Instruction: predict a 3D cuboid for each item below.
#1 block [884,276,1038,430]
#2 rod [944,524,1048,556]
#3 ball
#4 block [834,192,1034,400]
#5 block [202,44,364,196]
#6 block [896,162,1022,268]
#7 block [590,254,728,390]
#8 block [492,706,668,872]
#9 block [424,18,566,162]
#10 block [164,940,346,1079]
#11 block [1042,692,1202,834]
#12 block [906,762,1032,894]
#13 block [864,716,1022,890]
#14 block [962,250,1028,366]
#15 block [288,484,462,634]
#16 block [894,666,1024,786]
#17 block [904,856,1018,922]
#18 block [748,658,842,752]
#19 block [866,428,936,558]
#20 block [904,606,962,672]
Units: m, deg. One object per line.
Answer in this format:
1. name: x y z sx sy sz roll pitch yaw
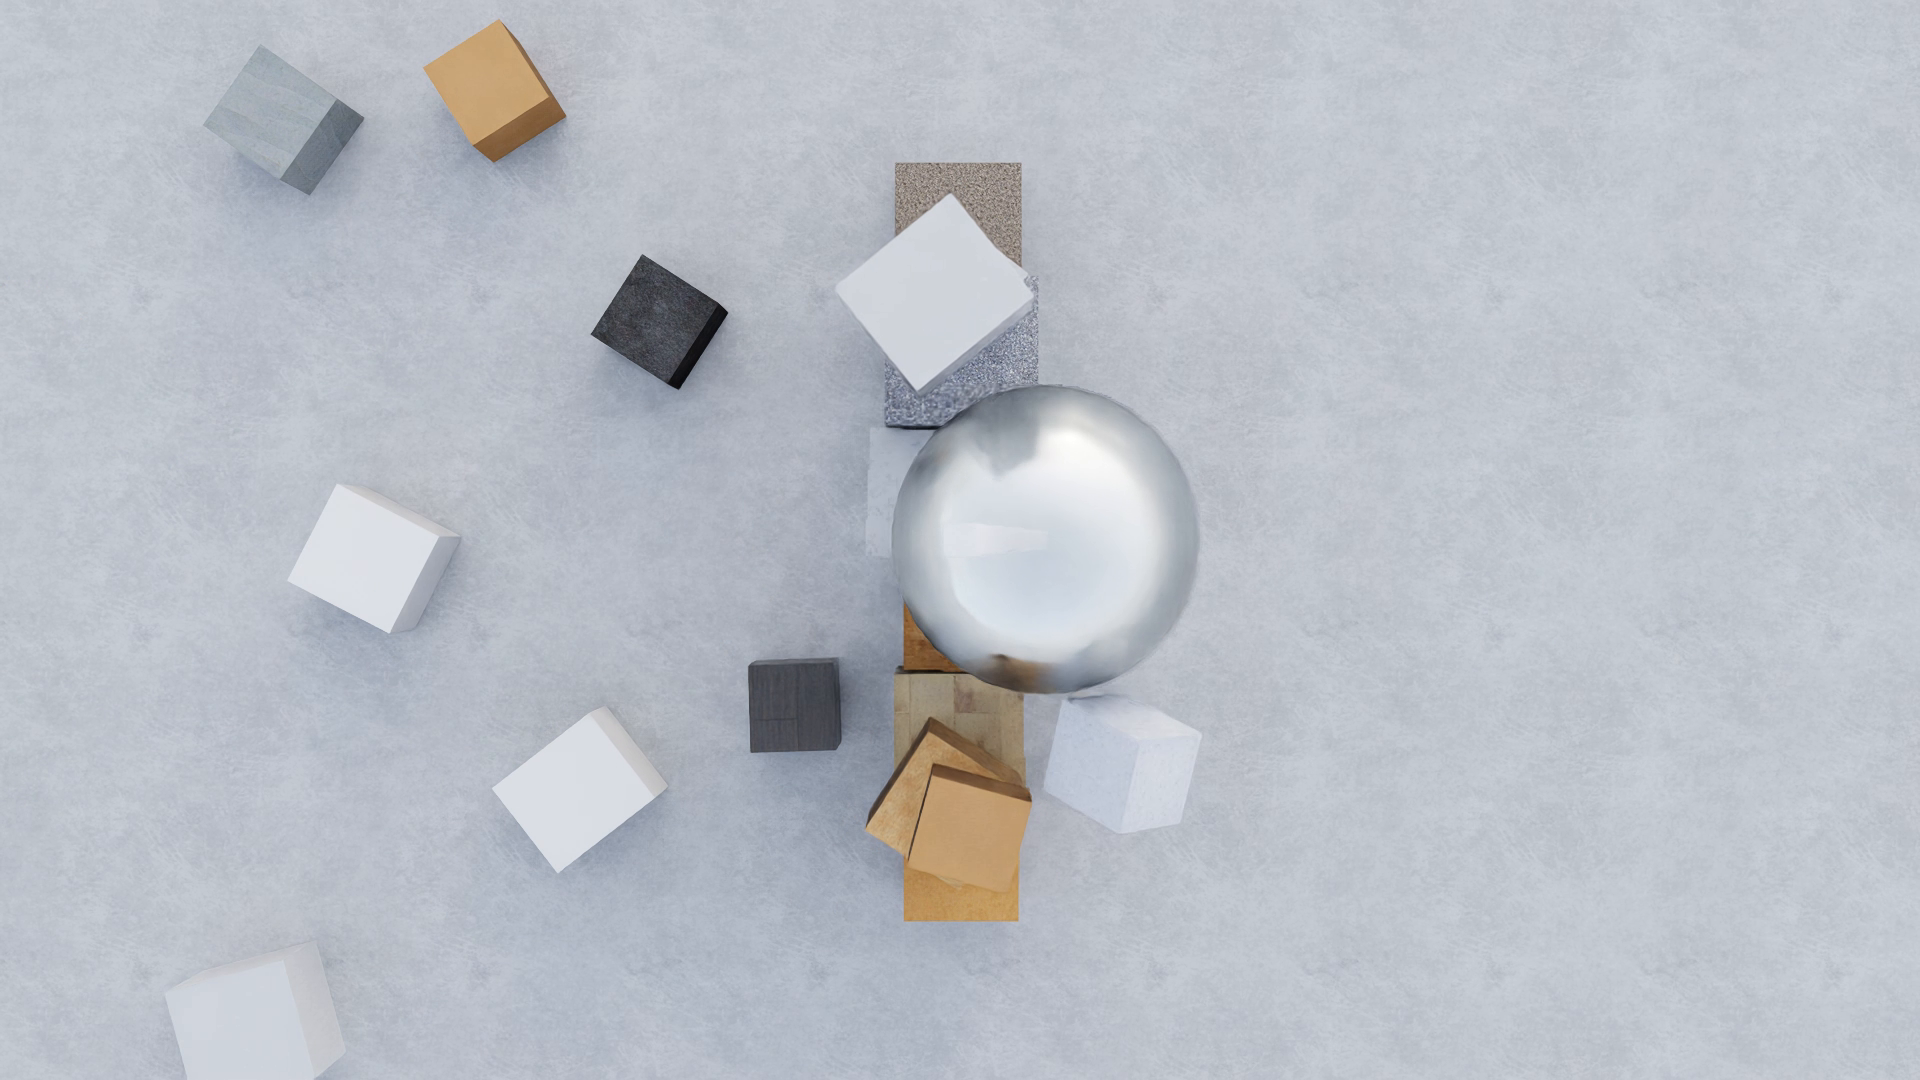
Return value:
1. block: 0.009 -1.040 12.531 0.842 0.939 0.818 0 90 0
2. rod: 0.191 0.000 7.962 0.080 5.200 0.080 0 90 4
3. ball: 0.441 0.000 11.353 1.600 1.600 1.600 0 90 0
4. block: -0.122 -1.161 10.624 0.707 0.666 0.622 -39 90 0
5. block: -3.899 -2.420 12.712 0.533 0.576 0.563 35 90 0
6. block: -0.009 -1.794 12.707 0.715 0.586 0.674 0 90 0
7. block: -1.733 -1.255 12.741 0.519 0.519 0.545 33 90 0
8. block: -2.183 1.429 12.709 0.696 0.583 0.607 -38 90 0
9. block: -2.681 -2.588 12.716 0.513 0.568 0.523 -33 90 0
10. block: -4.053 2.788 12.688 0.694 0.625 0.688 -15 90 0
11. block: 0.820 1.125 11.171 0.457 0.559 0.495 -2 110 -43
12. block: 0.049 1.475 11.299 0.525 0.463 0.480 15 92 -1
13. block: -0.084 1.409 11.858 0.593 0.659 0.620 33 92 -1
14. block: -0.016 -1.332 11.793 0.517 0.536 0.560 38 90 0
15. block: -3.374 0.105 12.715 0.649 0.570 0.616 27 90 0
16. block: -0.004 1.133 12.596 0.723 0.808 0.781 0 90 0
17. block: 0.007 1.831 12.643 0.642 0.714 0.600 0 90 0
18. block: -0.951 0.950 12.725 0.486 0.550 0.496 -2 90 0
19. block: -0.143 -0.255 12.646 0.746 0.708 0.720 2 90 0
20. block: -0.015 0.427 12.680 0.601 0.640 0.619 1 90 0
